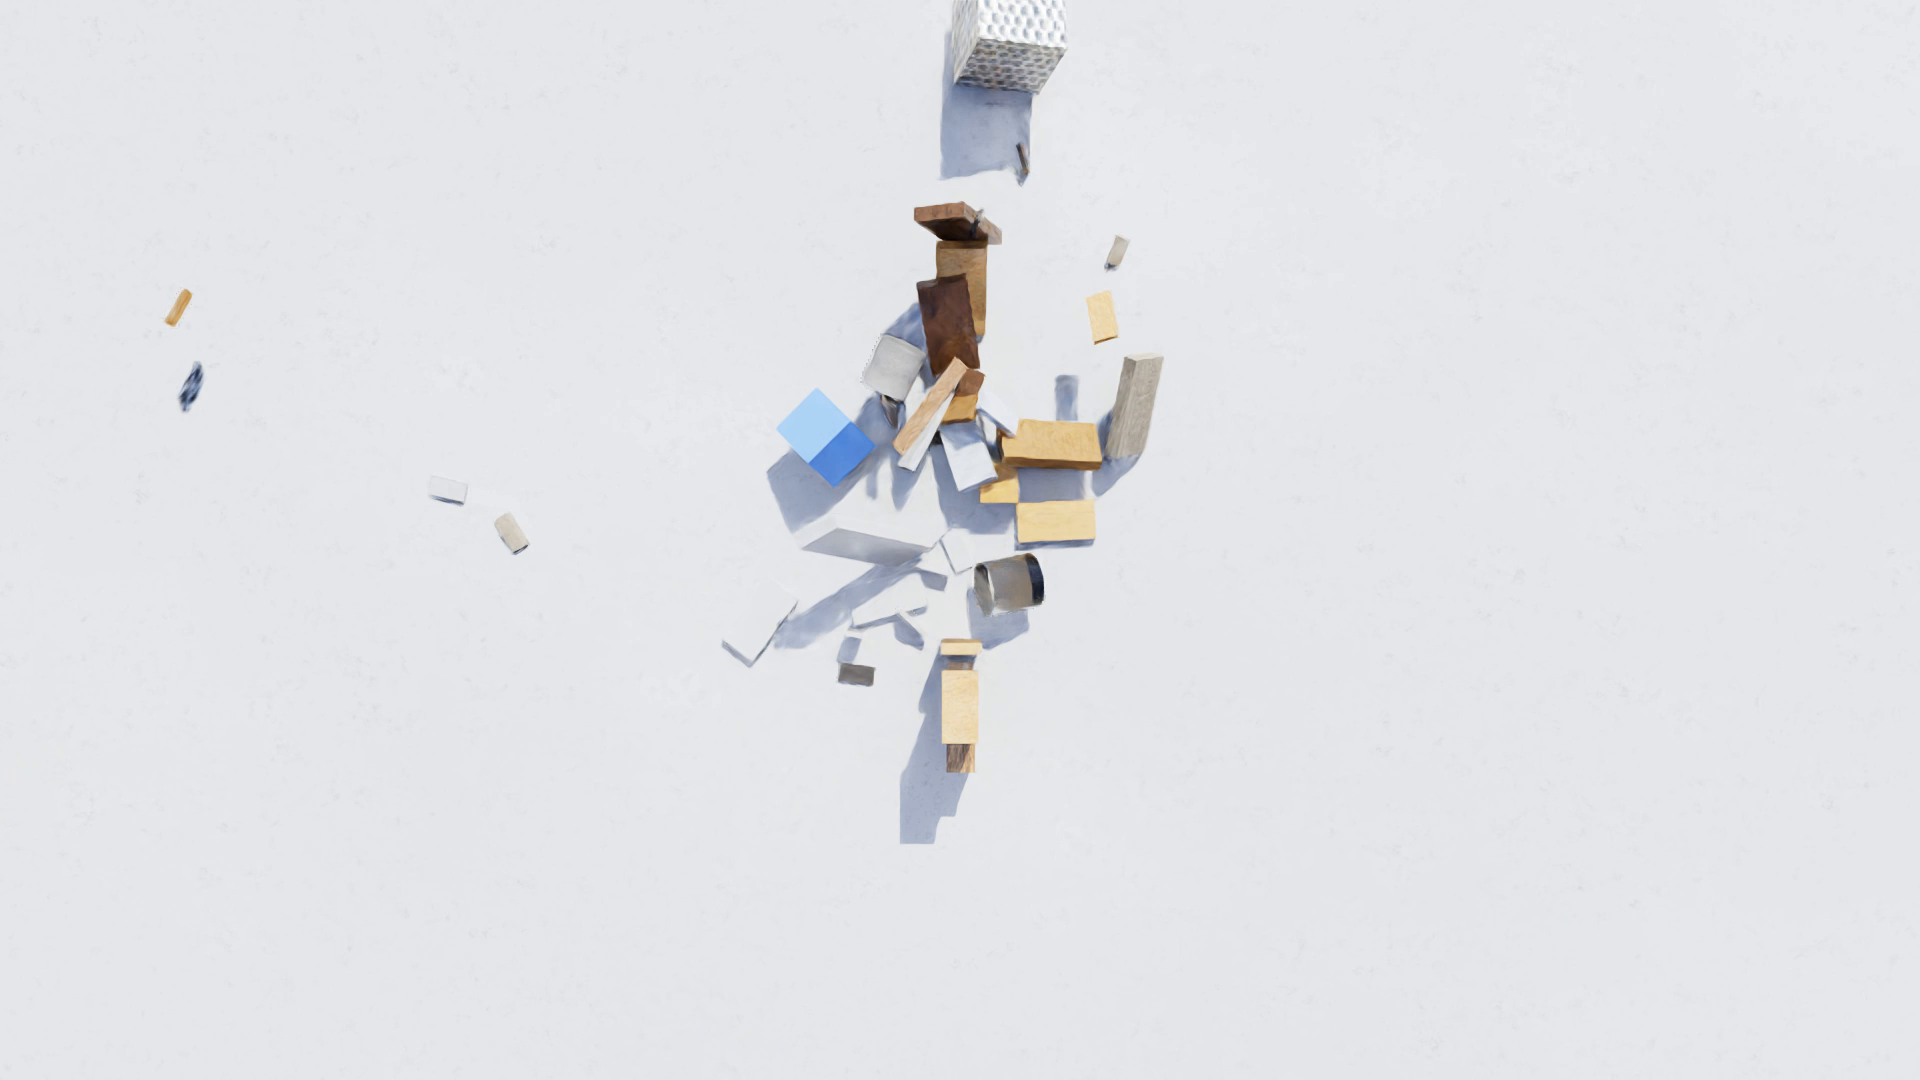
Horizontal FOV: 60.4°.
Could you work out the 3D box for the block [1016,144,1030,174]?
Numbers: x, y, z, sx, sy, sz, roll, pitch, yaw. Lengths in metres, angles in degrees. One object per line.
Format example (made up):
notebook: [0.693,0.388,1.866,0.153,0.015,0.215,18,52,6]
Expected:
block: [0.209,-1.267,5.473,0.013,0.046,0.093,-17,90,16]

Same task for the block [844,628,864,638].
block: [-0.348,0.306,5.441,0.059,0.117,0.017,10,92,0]

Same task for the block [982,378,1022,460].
block: [0.142,-0.403,5.482,0.129,0.037,0.258,-8,90,0]

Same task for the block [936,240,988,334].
block: [0.005,-0.821,5.375,0.163,0.046,0.326,0,131,0]

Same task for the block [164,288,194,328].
block: [-2.477,-0.736,5.231,0.018,0.063,0.125,32,84,-42]

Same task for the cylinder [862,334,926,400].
cylinder: [-0.210,-0.552,5.280,0.154,0.154,0.154,26,106,0]

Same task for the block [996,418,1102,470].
block: [0.289,-0.312,5.381,0.329,0.047,0.165,2,53,-13]

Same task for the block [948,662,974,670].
block: [0.002,0.476,5.327,0.081,0.023,0.161,0,90,0]

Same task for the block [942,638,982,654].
block: [0.004,0.346,5.373,0.127,0.254,0.036,0,90,0]

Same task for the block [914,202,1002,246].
block: [-0.002,-0.990,5.202,0.163,0.326,0.046,-2,84,23]

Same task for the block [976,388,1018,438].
block: [0.121,-0.409,5.301,0.168,0.024,0.084,36,47,-33]

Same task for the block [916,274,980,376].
block: [-0.037,-0.700,5.387,0.163,0.046,0.326,-10,125,0]

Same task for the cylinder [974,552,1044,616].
cylinder: [0.160,0.144,5.387,0.177,0.177,0.177,-10,90,-20]

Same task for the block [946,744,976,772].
block: [0.003,0.654,5.302,0.092,0.026,0.185,0,90,0]

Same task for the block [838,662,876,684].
block: [-0.343,0.444,5.492,0.117,0.017,0.059,7,90,0]

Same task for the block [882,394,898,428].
block: [-0.224,-0.420,5.287,0.022,0.158,0.079,-10,114,-9]

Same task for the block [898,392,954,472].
block: [-0.111,-0.361,5.401,0.024,0.084,0.290,31,82,-31]

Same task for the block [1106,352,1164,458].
block: [0.568,-0.438,5.370,0.047,0.165,0.329,23,113,34]

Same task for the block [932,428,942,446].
block: [-0.057,-0.392,5.468,0.076,0.022,0.152,-5,91,6]

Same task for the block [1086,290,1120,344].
block: [0.449,-0.703,5.202,0.079,0.022,0.158,-15,69,20]

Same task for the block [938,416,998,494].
block: [0.021,-0.295,5.383,0.129,0.037,0.258,-23,71,15]

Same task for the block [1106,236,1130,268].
block: [0.524,-0.958,5.475,0.046,0.013,0.093,19,102,-18]

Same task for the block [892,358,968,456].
block: [-0.100,-0.437,5.404,0.022,0.079,0.357,31,102,-30]

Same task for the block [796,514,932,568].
block: [-0.299,0.006,5.260,0.165,0.479,0.047,-28,67,30]

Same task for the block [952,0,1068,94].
block: [0.155,-1.648,5.291,0.289,0.289,0.289,2,75,-16]

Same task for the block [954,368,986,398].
block: [0.023,-0.488,5.441,0.076,0.022,0.152,19,94,-11]

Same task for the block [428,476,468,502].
block: [-1.703,-0.171,5.487,0.125,0.018,0.063,13,95,0]

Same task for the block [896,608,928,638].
block: [-0.156,0.274,5.450,0.017,0.059,0.117,-46,112,-6]

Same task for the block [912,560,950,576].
block: [-0.094,0.095,5.468,0.127,0.063,0.018,16,88,0]

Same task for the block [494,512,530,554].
block: [-1.493,-0.026,5.491,0.063,0.018,0.125,-32,90,0]

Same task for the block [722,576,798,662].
block: [-0.662,0.262,5.482,0.127,0.036,0.254,37,90,0]

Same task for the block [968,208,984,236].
block: [0.051,-0.962,4.989,0.013,0.093,0.046,23,64,-6]

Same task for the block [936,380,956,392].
block: [-0.026,-0.462,5.487,0.076,0.022,0.152,-12,90,3]

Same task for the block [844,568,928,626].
block: [-0.243,0.189,5.482,0.254,0.036,0.127,-15,90,0]

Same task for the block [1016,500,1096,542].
block: [0.319,-0.064,5.482,0.258,0.037,0.129,-3,90,0]

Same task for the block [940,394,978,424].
block: [0.002,-0.422,5.341,0.024,0.168,0.084,31,71,-32]

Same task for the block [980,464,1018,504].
block: [0.128,-0.186,5.437,0.125,0.125,0.125,0,90,0]

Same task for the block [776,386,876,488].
block: [-0.436,-0.334,5.367,0.194,0.194,0.194,-45,58,0]

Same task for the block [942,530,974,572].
block: [-0.008,0.038,5.491,0.063,0.018,0.127,-24,90,0]

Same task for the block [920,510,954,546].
block: [-0.085,-0.032,5.491,0.063,0.018,0.127,43,90,0]

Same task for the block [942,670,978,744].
block: [0.001,0.510,5.051,0.111,0.031,0.222,0,90,0]
